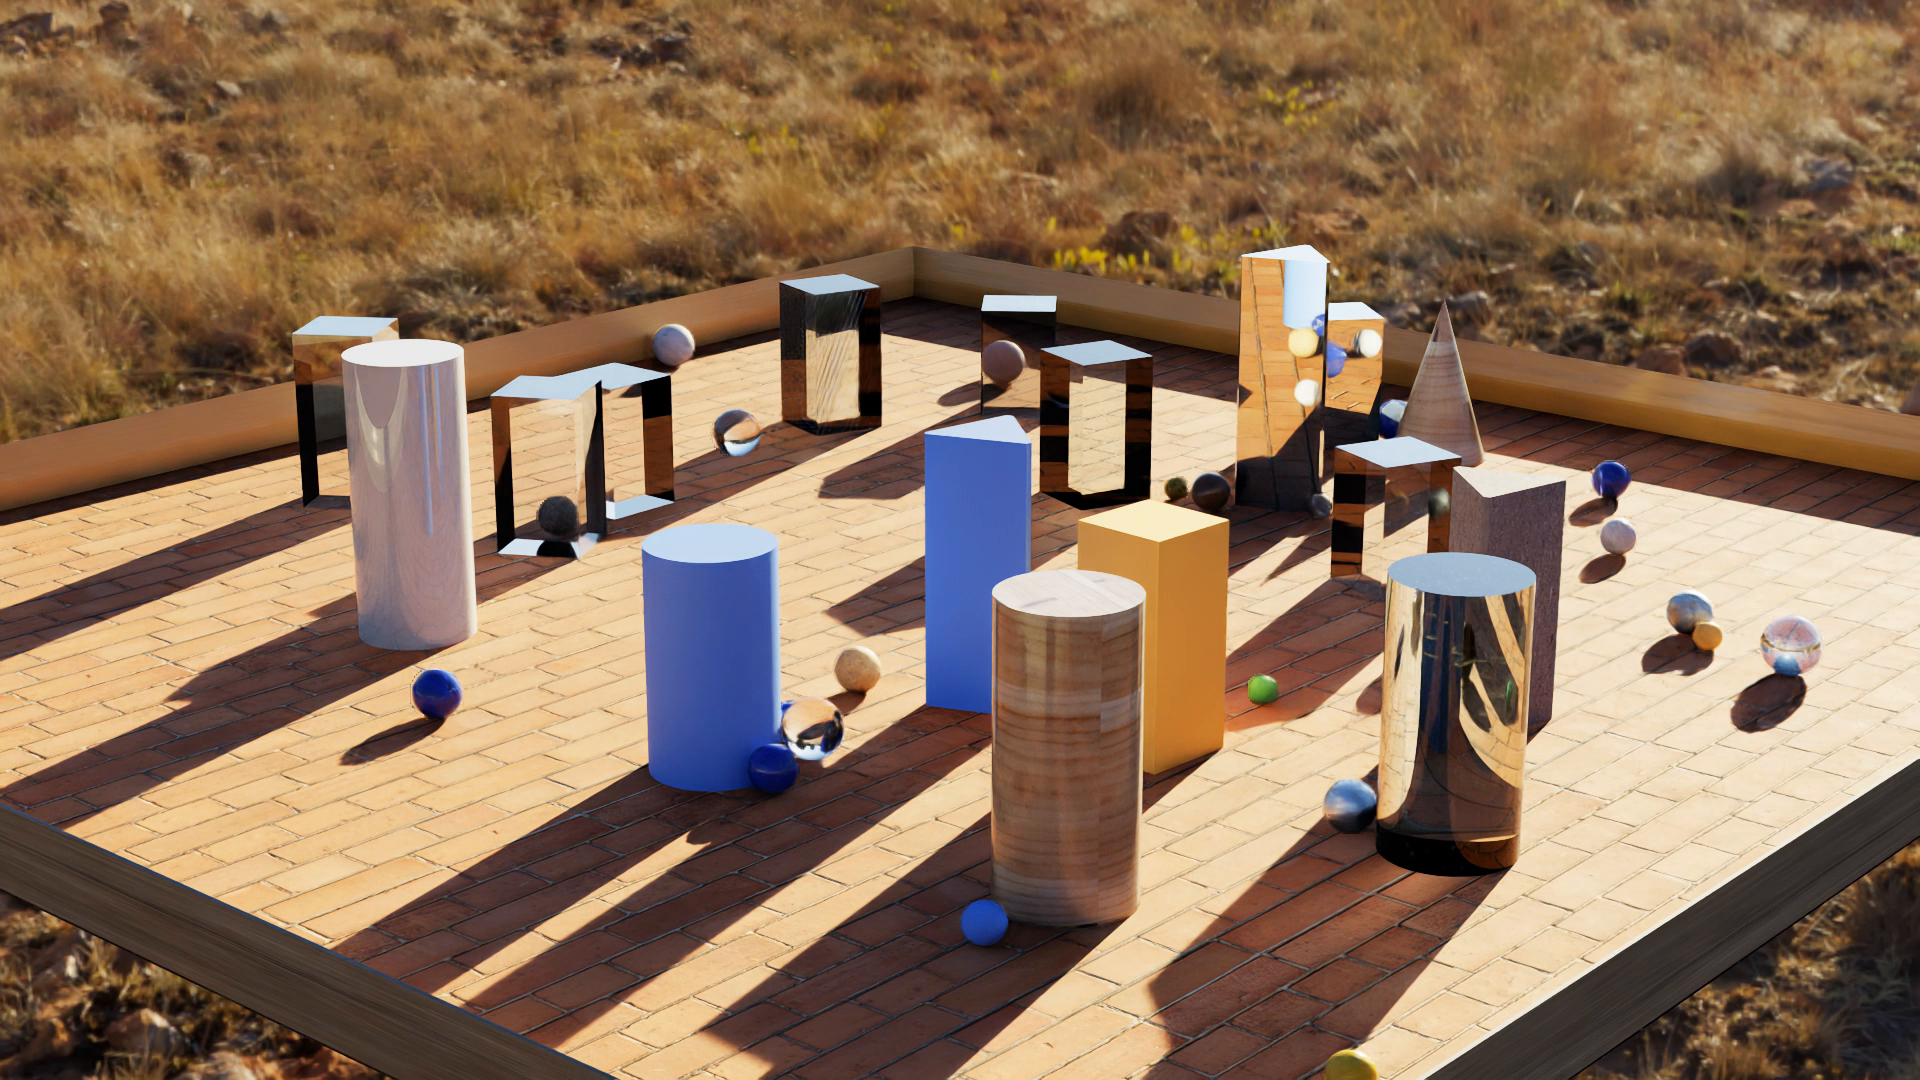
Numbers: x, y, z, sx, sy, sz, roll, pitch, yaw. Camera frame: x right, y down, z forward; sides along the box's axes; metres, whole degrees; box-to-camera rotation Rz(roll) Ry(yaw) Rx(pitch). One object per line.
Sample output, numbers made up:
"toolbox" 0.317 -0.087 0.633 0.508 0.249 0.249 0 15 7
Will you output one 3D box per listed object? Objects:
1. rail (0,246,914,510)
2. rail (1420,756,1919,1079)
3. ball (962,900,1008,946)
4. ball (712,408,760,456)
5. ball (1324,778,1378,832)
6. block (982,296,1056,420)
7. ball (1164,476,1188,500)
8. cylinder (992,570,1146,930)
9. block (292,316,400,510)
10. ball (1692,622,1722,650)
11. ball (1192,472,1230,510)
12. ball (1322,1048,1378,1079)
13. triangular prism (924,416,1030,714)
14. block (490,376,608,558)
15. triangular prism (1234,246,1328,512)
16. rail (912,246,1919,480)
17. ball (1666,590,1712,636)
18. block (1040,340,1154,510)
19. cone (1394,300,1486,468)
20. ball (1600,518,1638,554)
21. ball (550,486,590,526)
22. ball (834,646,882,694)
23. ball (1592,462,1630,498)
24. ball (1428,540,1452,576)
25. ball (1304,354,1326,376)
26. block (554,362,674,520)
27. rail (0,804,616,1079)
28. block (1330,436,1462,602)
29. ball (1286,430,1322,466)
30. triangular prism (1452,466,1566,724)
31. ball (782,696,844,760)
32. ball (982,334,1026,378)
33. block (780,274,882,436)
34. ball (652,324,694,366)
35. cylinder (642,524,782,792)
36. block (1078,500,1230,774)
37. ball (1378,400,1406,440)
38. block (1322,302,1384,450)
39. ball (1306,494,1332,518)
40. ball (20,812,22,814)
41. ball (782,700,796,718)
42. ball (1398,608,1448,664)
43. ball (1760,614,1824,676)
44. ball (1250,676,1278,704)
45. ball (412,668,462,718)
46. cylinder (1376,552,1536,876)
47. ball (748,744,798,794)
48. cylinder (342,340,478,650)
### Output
"rail" -1.291 -0.291 6.193 0.045 0.128 3.624 14 22 39
"rail" 1.291 0.356 4.047 0.045 0.128 3.624 14 22 39
"ball" 0.032 0.487 3.734 0.058 0.058 0.058 0 17 0
"ball" -0.458 -0.221 6.015 0.098 0.098 0.098 0 17 0
"ball" 0.545 0.370 4.093 0.076 0.076 0.076 0 17 0
"block" 0.128 -0.397 6.359 0.158 0.237 0.158 1 17 3
"ball" 0.420 -0.100 5.705 0.046 0.046 0.046 0 17 0
"cylinder" 0.140 0.271 3.813 0.197 0.426 0.197 0 17 0
"block" -1.179 -0.246 5.674 0.158 0.343 0.158 2 17 7
"ball" 1.235 0.158 4.843 0.048 0.048 0.048 0 17 0
"ball" 0.482 -0.093 5.634 0.074 0.074 0.074 0 17 0
"ball" 0.443 0.609 3.325 0.062 0.062 0.062 0 17 0
"triangular prism" 0.052 0.036 4.570 0.171 0.440 0.148 6 18 20
"block" -0.754 -0.136 5.387 0.158 0.297 0.158 3 17 11
"triangular prism" 0.639 -0.313 5.644 0.171 0.489 0.148 7 18 22
"rail" 1.172 -0.358 6.413 3.467 0.128 0.045 14 22 39
"ball" 1.223 0.121 4.917 0.076 0.076 0.076 0 17 0
"block" 0.263 -0.225 5.700 0.158 0.287 0.158 -9 19 -28
"cone" 0.978 -0.329 5.968 0.197 0.332 0.197 0 17 0
"ball" 1.203 -0.006 5.357 0.067 0.067 0.067 0 17 0
"ball" -0.737 -0.064 5.534 0.075 0.075 0.075 0 17 0
"ball" -0.161 0.206 4.642 0.074 0.074 0.074 0 17 0
"ball" 1.267 -0.117 5.712 0.074 0.074 0.074 0 17 0
"ball" 0.867 0.033 5.229 0.066 0.066 0.066 0 17 0
"ball" 0.809 -0.400 6.691 0.050 0.050 0.050 0 17 0
"block" -0.665 -0.193 5.650 0.158 0.254 0.158 14 22 38
"rail" -1.172 0.422 3.827 3.467 0.128 0.045 14 22 39
"block" 0.765 -0.038 5.158 0.158 0.243 0.158 -8 19 -25
"ball" 0.698 -0.185 5.940 0.072 0.072 0.072 0 17 0
"triangular prism" 0.803 0.089 4.492 0.171 0.384 0.148 -12 21 -35
"ball" -0.219 0.281 4.356 0.095 0.095 0.095 0 17 0
"ball" 0.099 -0.417 6.667 0.098 0.098 0.098 0 17 0
"block" -0.275 -0.395 6.237 0.158 0.303 0.158 -10 19 -30
"ball" -0.663 -0.450 6.779 0.096 0.096 0.096 0 17 0
"cylinder" -0.361 0.170 4.288 0.197 0.347 0.197 0 17 0
"block" 0.285 0.142 4.363 0.158 0.357 0.158 16 23 42
"ball" 0.910 -0.247 6.112 0.091 0.091 0.091 0 17 0
"block" 0.778 -0.342 6.111 0.158 0.274 0.158 -3 17 -9
"ball" 0.684 -0.065 5.582 0.049 0.049 0.049 0 17 0
"ball" -1.289 0.404 3.991 0.069 0.069 0.069 0 17 0
"ball" -0.258 0.271 4.452 0.058 0.058 0.058 0 17 0
"ball" 0.759 0.156 4.774 0.092 0.092 0.092 0 17 0
"ball" 1.339 0.169 4.719 0.099 0.099 0.099 0 17 0
"ball" 0.477 0.234 4.594 0.046 0.046 0.046 0 17 0
"ball" -0.808 0.238 4.530 0.077 0.077 0.077 0 17 0
"cylinder" 0.672 0.235 3.983 0.197 0.397 0.197 0 17 0
"ball" -0.271 0.330 4.232 0.073 0.073 0.073 0 17 0
"cylinder" -0.913 -0.076 4.872 0.197 0.481 0.197 0 17 0
